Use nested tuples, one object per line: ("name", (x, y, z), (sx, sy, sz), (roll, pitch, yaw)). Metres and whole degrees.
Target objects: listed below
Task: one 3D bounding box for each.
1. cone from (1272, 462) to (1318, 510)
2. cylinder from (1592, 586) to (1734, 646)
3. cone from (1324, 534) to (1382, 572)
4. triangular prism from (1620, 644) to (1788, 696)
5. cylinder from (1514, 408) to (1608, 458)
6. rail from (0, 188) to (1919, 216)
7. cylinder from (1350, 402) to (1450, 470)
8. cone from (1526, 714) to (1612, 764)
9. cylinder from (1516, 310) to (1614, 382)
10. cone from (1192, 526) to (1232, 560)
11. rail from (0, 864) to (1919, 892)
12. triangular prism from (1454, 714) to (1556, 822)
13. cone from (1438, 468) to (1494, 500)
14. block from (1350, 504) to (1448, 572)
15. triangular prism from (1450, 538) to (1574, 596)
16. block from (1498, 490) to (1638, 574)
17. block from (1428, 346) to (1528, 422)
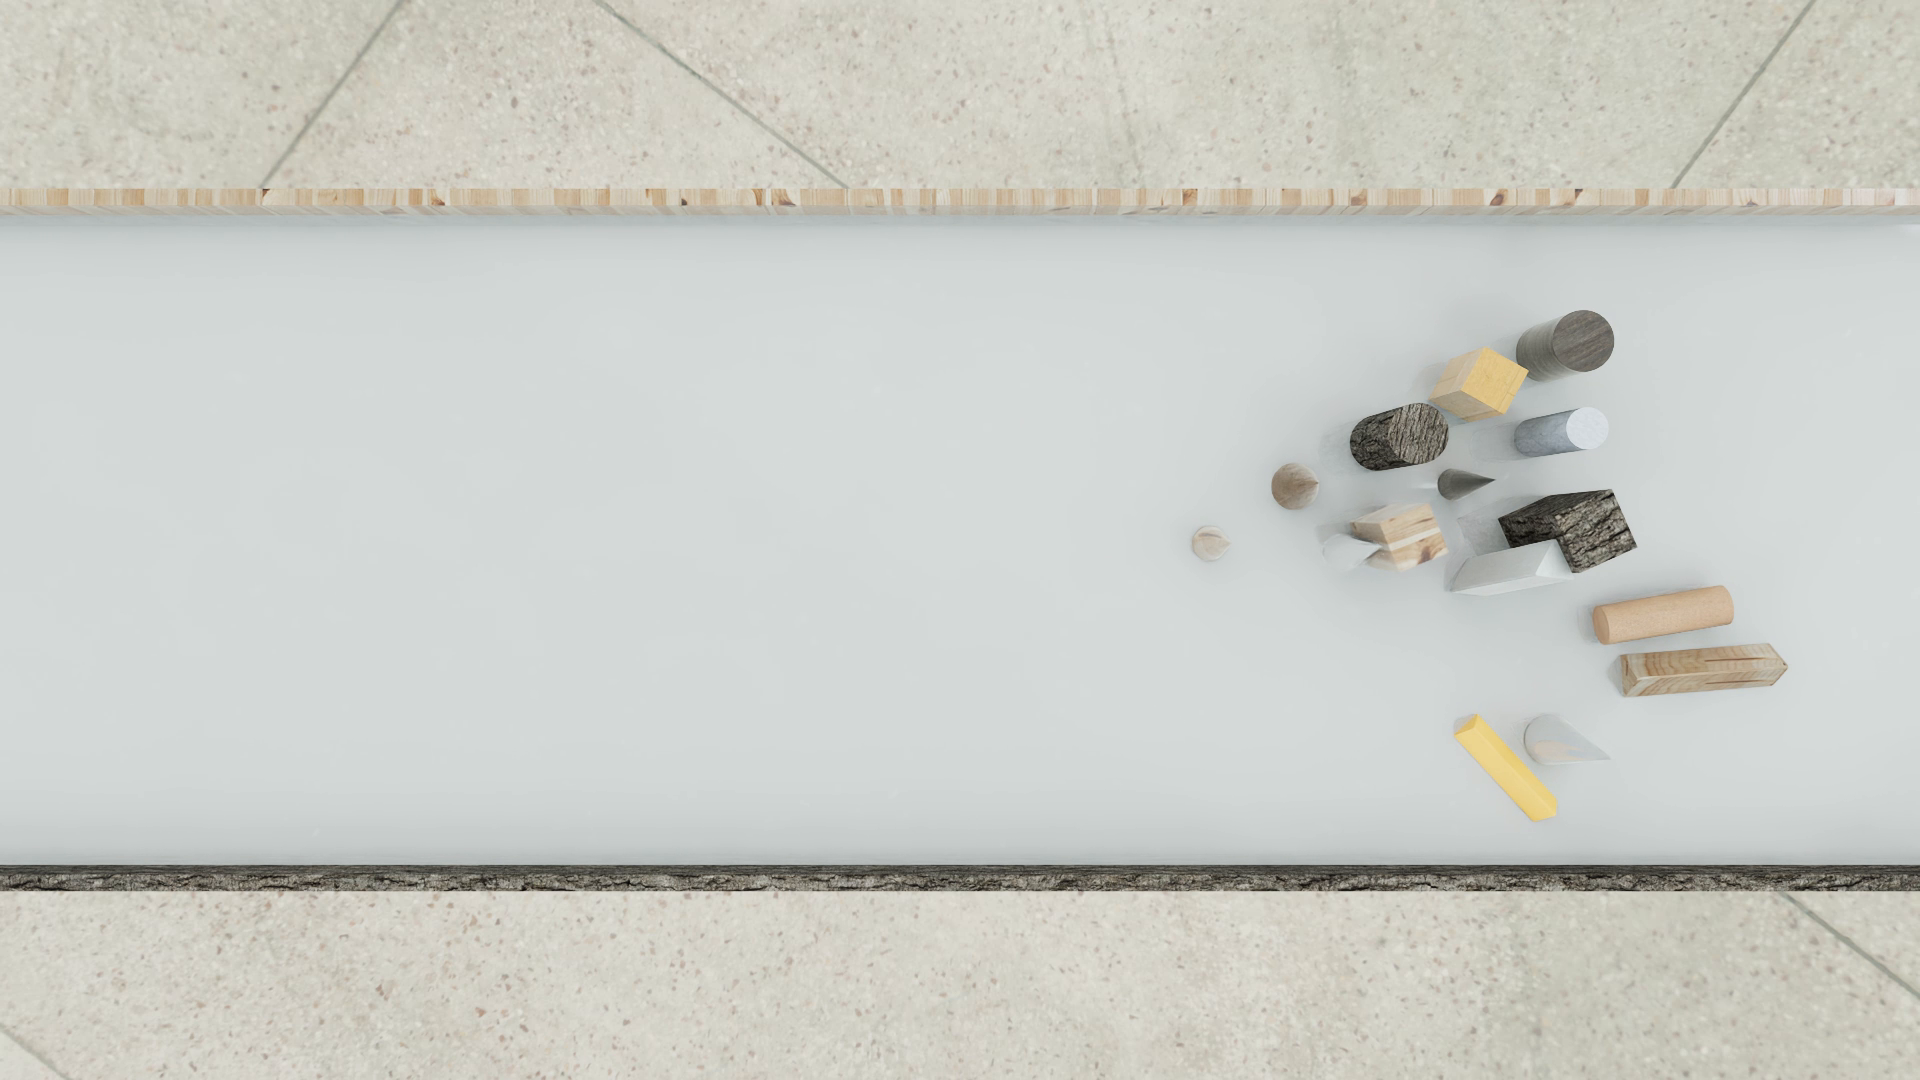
("cone", (1.031, -0.165, 4.910), (0.147, 0.334, 0.147), (0, 90, 0))
("cylinder", (2.137, 0.229, 5.016), (0.380, 0.121, 0.121), (-10, 90, 0))
("cone", (1.187, 0.028, 4.869), (0.117, 0.405, 0.117), (0, 86, -4))
("triangular prism", (2.265, 0.400, 5.018), (0.457, 0.111, 0.128), (-4, 90, 0))
("cylinder", (1.764, -0.314, 4.856), (0.119, 0.441, 0.119), (0, 90, 0))
("rail", (-2.247, -1.025, 5.002), (12.000, 0.150, 0.050), (0, 90, 0))
("cylinder", (1.286, -0.299, 4.851), (0.172, 0.451, 0.172), (0, 90, 0))
("cone", (1.826, 0.616, 4.855), (0.158, 0.436, 0.158), (0, 91, -3))
("cylinder", (1.800, -0.575, 4.919), (0.180, 0.315, 0.180), (0, 90, 0))
("cone", (0.768, 0.010, 4.866), (0.109, 0.421, 0.109), (0, 90, 0))
("rail", (-2.247, 1.025, 5.001), (12.000, 0.150, 0.050), (0, 90, 0))
("triangular prism", (1.678, 0.700, 5.032), (0.098, 0.085, 0.361), (-43, 90, 0))
("cone", (1.520, -0.171, 4.875), (0.102, 0.402, 0.102), (0, 90, 0))
("block", (1.284, -0.010, 4.847), (0.148, 0.451, 0.148), (-22, 90, 3))
("triangular prism", (1.623, 0.080, 4.866), (0.126, 0.423, 0.109), (6, 80, -16))
("block", (1.777, -0.023, 4.848), (0.179, 0.453, 0.179), (-24, 90, -2))
("block", (1.538, -0.459, 4.910), (0.144, 0.333, 0.144), (29, 90, 0))
